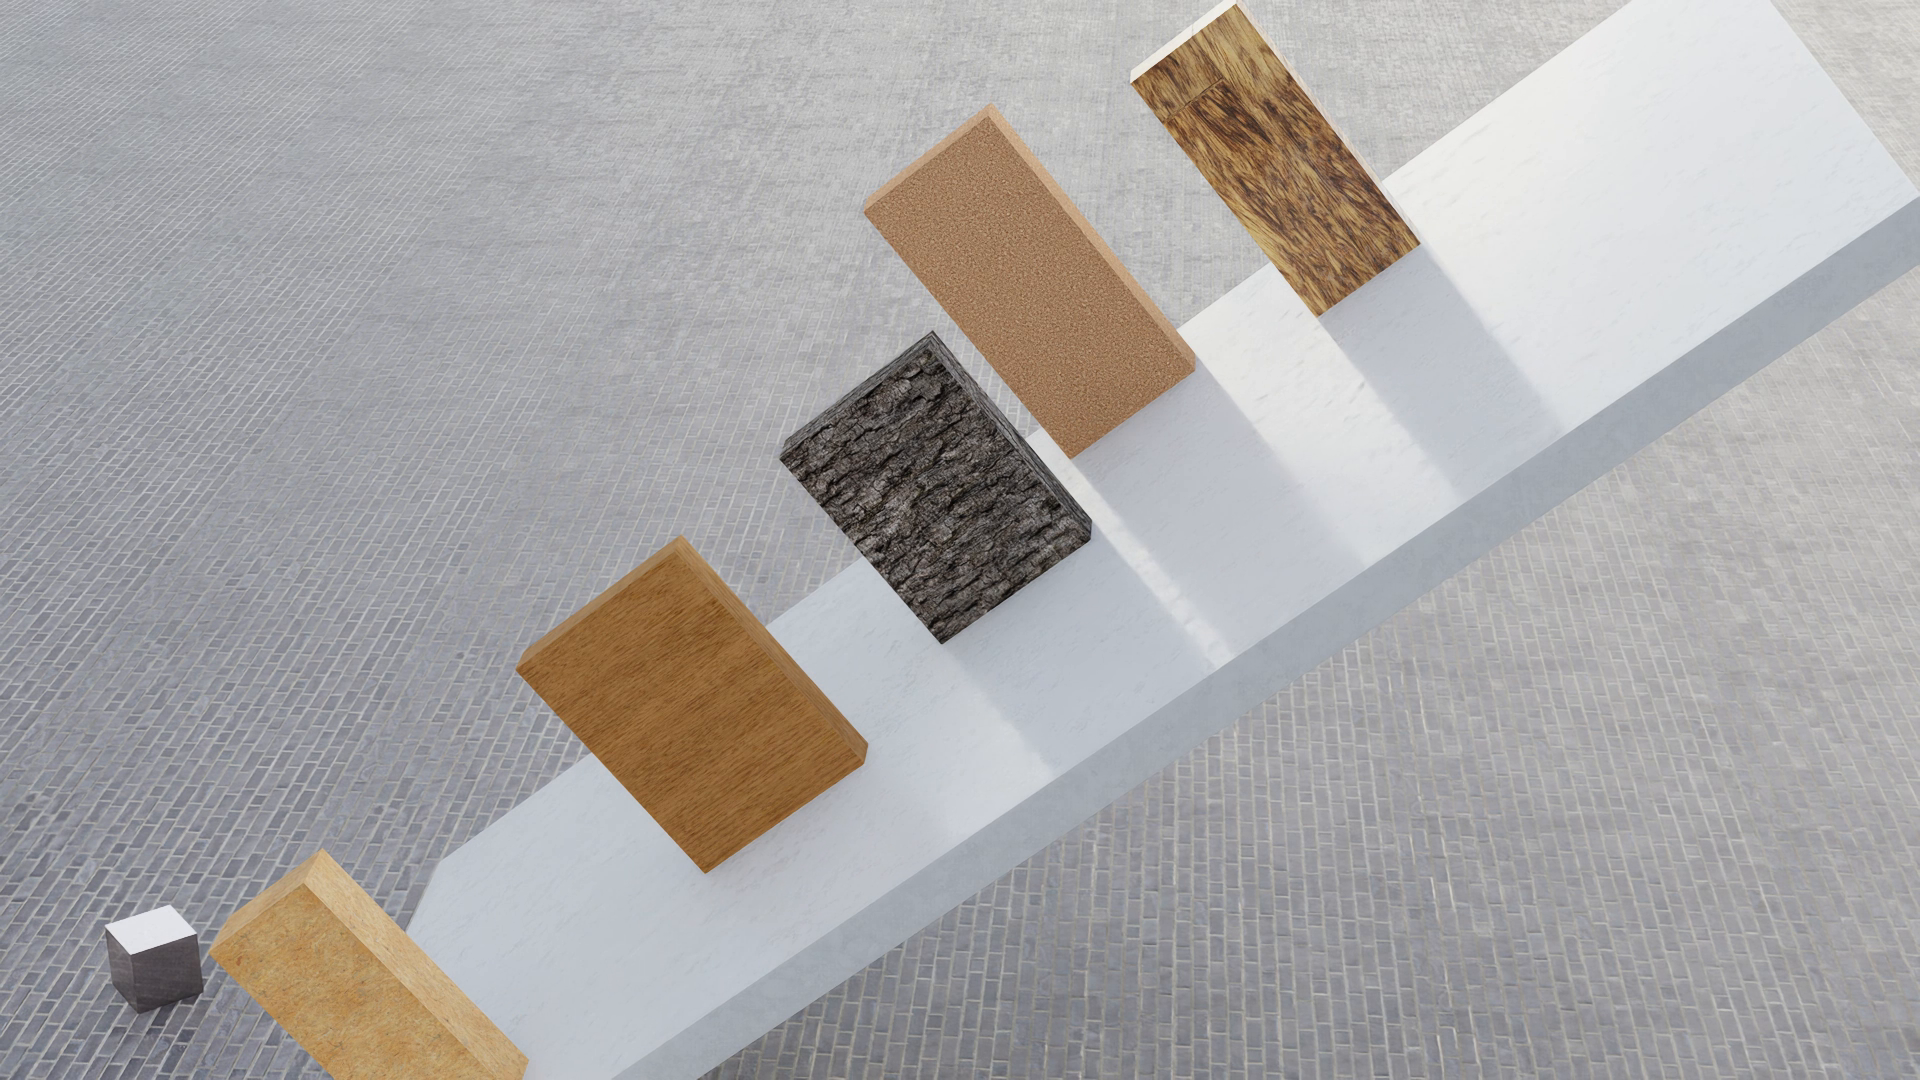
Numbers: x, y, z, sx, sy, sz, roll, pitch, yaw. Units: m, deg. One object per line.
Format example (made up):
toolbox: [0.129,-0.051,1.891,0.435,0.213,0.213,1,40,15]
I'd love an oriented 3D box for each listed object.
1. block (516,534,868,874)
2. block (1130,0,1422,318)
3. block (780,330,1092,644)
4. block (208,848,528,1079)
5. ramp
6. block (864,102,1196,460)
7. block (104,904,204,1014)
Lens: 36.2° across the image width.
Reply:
block: [-0.558,0.350,6.161,0.443,0.606,0.090,-36,16,18]
block: [0.683,-0.827,6.353,0.279,0.665,0.106,-36,16,18]
block: [-0.049,-0.108,6.323,0.412,0.549,0.110,-36,16,18]
block: [-1.197,0.951,5.983,0.270,0.625,0.139,-36,16,18]
ramp: [0.122,0.184,6.337,4.000,0.100,2.000,-36,16,18]
block: [0.164,-0.587,6.740,0.365,0.758,0.115,-36,16,18]
block: [-2.021,1.051,7.379,0.172,0.172,0.172,-16,28,-33]
